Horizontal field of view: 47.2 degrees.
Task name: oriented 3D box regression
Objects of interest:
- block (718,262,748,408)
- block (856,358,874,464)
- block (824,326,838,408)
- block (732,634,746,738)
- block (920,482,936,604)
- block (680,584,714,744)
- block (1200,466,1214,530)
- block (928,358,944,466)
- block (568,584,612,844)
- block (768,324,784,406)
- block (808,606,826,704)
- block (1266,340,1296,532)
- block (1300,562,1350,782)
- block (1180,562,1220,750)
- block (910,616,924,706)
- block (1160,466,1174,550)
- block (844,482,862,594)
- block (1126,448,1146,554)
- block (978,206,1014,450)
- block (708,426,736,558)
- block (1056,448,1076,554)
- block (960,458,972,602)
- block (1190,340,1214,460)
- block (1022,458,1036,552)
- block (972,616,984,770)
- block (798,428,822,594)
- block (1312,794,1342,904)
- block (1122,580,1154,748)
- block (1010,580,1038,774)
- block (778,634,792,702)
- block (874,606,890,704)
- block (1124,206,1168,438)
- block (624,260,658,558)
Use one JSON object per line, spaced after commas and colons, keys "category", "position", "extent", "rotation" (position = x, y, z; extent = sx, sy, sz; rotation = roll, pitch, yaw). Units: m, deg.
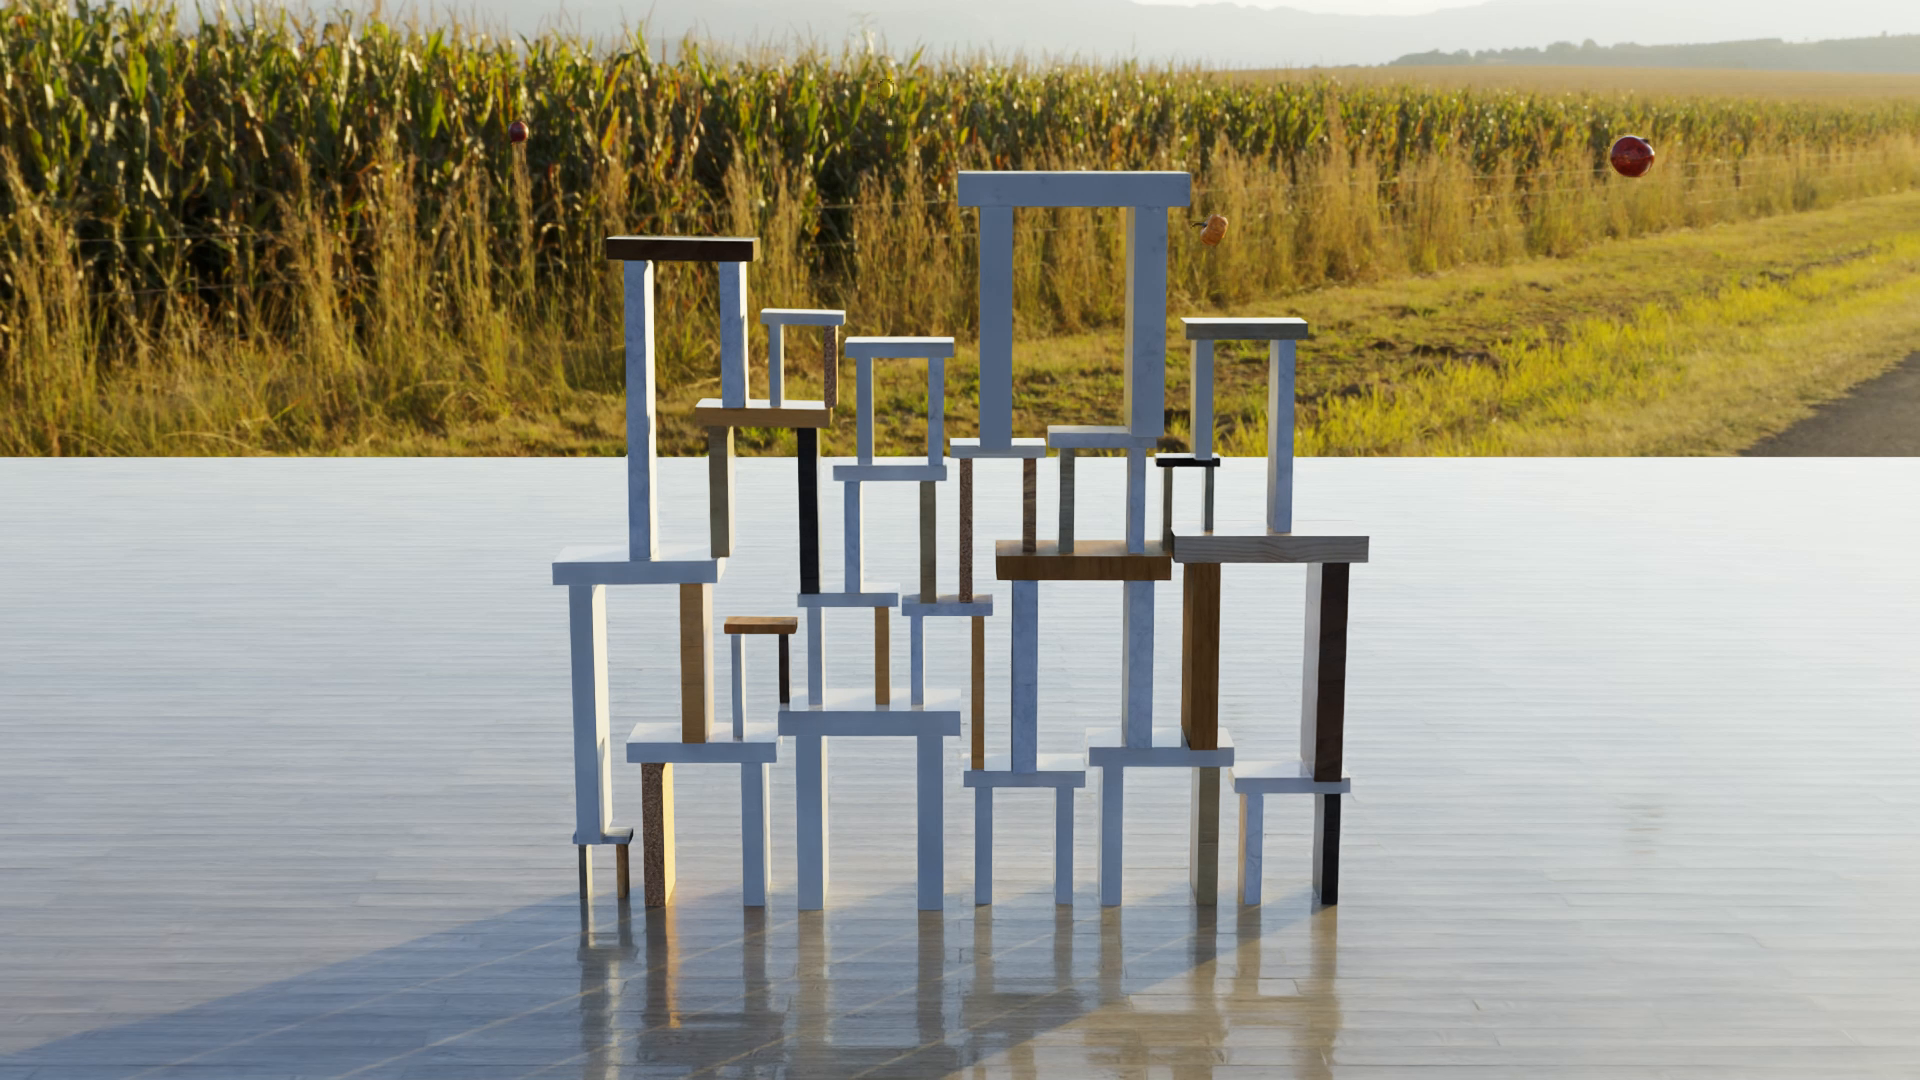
{"category": "block", "position": [-0.359, -0.330, 3.490], "extent": [0.032, 0.229, 0.114], "rotation": [0, 11, -1]}
{"category": "block", "position": [-0.152, -0.211, 3.523], "extent": [0.024, 0.171, 0.085], "rotation": [0, 10, -1]}
{"category": "block", "position": [-0.206, -0.280, 3.511], "extent": [0.018, 0.131, 0.065], "rotation": [0, 11, -1]}
{"category": "block", "position": [-0.363, 0.232, 3.605], "extent": [0.016, 0.173, 0.058], "rotation": [0, 11, 0]}
{"category": "block", "position": [-0.052, -0.004, 3.563], "extent": [0.026, 0.199, 0.091], "rotation": [0, 10, 0]}
{"category": "block", "position": [-0.430, 0.187, 3.597], "extent": [0.037, 0.263, 0.131], "rotation": [0, 11, 0]}
{"category": "block", "position": [0.400, -0.071, 3.551], "extent": [0.014, 0.102, 0.051], "rotation": [0, 10, 0]}
{"category": "block", "position": [-0.038, -0.211, 3.522], "extent": [0.024, 0.171, 0.086], "rotation": [1, 10, 0]}
{"category": "block", "position": [-0.606, 0.272, 3.610], "extent": [0.037, 0.433, 0.131], "rotation": [0, 11, -1]}
{"category": "block", "position": [-0.293, -0.282, 3.511], "extent": [0.018, 0.131, 0.065], "rotation": [0, 11, -1]}
{"category": "block", "position": [-0.235, 0.180, 3.595], "extent": [0.023, 0.163, 0.081], "rotation": [0, 11, 0]}
{"category": "block", "position": [0.514, -0.171, 3.527], "extent": [0.027, 0.307, 0.095], "rotation": [0, 10, 0]}
{"category": "block", "position": [0.596, 0.200, 3.599], "extent": [0.044, 0.361, 0.154], "rotation": [0, 11, 0]}
{"category": "block", "position": [0.393, 0.174, 3.592], "extent": [0.044, 0.308, 0.154], "rotation": [0, 11, 0]}
{"category": "block", "position": [-0.069, 0.189, 3.592], "extent": [0.021, 0.148, 0.074], "rotation": [0, 11, 0]}
{"category": "block", "position": [0.333, -0.054, 3.553], "extent": [0.014, 0.136, 0.051], "rotation": [0, 10, 0]}
{"category": "block", "position": [-0.172, -0.012, 3.560], "extent": [0.026, 0.182, 0.091], "rotation": [0, 10, -1]}
{"category": "block", "position": [0.283, -0.070, 3.545], "extent": [0.024, 0.170, 0.085], "rotation": [0, 11, 0]}
{"category": "block", "position": [0.056, -0.343, 3.494], "extent": [0.050, 0.377, 0.178], "rotation": [0, 11, 0]}
{"category": "block", "position": [-0.384, -0.086, 3.547], "extent": [0.030, 0.211, 0.106], "rotation": [0, 11, -1]}
{"category": "block", "position": [0.170, -0.070, 3.545], "extent": [0.024, 0.170, 0.085], "rotation": [0, 11, 0]}
{"category": "block", "position": [0.010, -0.021, 3.558], "extent": [0.022, 0.235, 0.076], "rotation": [0, 11, 0]}
{"category": "block", "position": [0.387, -0.229, 3.519], "extent": [0.027, 0.191, 0.095], "rotation": [0, 10, 1]}
{"category": "block", "position": [0.111, -0.062, 3.551], "extent": [0.022, 0.152, 0.076], "rotation": [0, 11, 0]}
{"category": "block", "position": [0.029, 0.242, 3.601], "extent": [0.021, 0.255, 0.074], "rotation": [0, 11, 0]}
{"category": "block", "position": [-0.242, -0.055, 3.554], "extent": [0.030, 0.268, 0.106], "rotation": [-1, 11, -1]}
{"category": "block", "position": [0.608, 0.498, 3.648], "extent": [0.027, 0.189, 0.095], "rotation": [0, 11, 0]}
{"category": "block", "position": [0.290, 0.188, 3.596], "extent": [0.039, 0.278, 0.139], "rotation": [0, 11, 0]}
{"category": "block", "position": [0.105, 0.209, 3.600], "extent": [0.039, 0.320, 0.139], "rotation": [0, 11, 0]}
{"category": "block", "position": [-0.286, 0.204, 3.600], "extent": [0.016, 0.115, 0.058], "rotation": [0, 11, 0]}
{"category": "block", "position": [-0.126, 0.180, 3.595], "extent": [0.023, 0.163, 0.081], "rotation": [0, 11, 0]}
{"category": "block", "position": [0.294, -0.353, 3.492], "extent": [0.050, 0.356, 0.178], "rotation": [0, 11, 0]}
{"category": "block", "position": [-0.510, -0.213, 3.514], "extent": [0.032, 0.470, 0.114], "rotation": [0, 11, -2]}
